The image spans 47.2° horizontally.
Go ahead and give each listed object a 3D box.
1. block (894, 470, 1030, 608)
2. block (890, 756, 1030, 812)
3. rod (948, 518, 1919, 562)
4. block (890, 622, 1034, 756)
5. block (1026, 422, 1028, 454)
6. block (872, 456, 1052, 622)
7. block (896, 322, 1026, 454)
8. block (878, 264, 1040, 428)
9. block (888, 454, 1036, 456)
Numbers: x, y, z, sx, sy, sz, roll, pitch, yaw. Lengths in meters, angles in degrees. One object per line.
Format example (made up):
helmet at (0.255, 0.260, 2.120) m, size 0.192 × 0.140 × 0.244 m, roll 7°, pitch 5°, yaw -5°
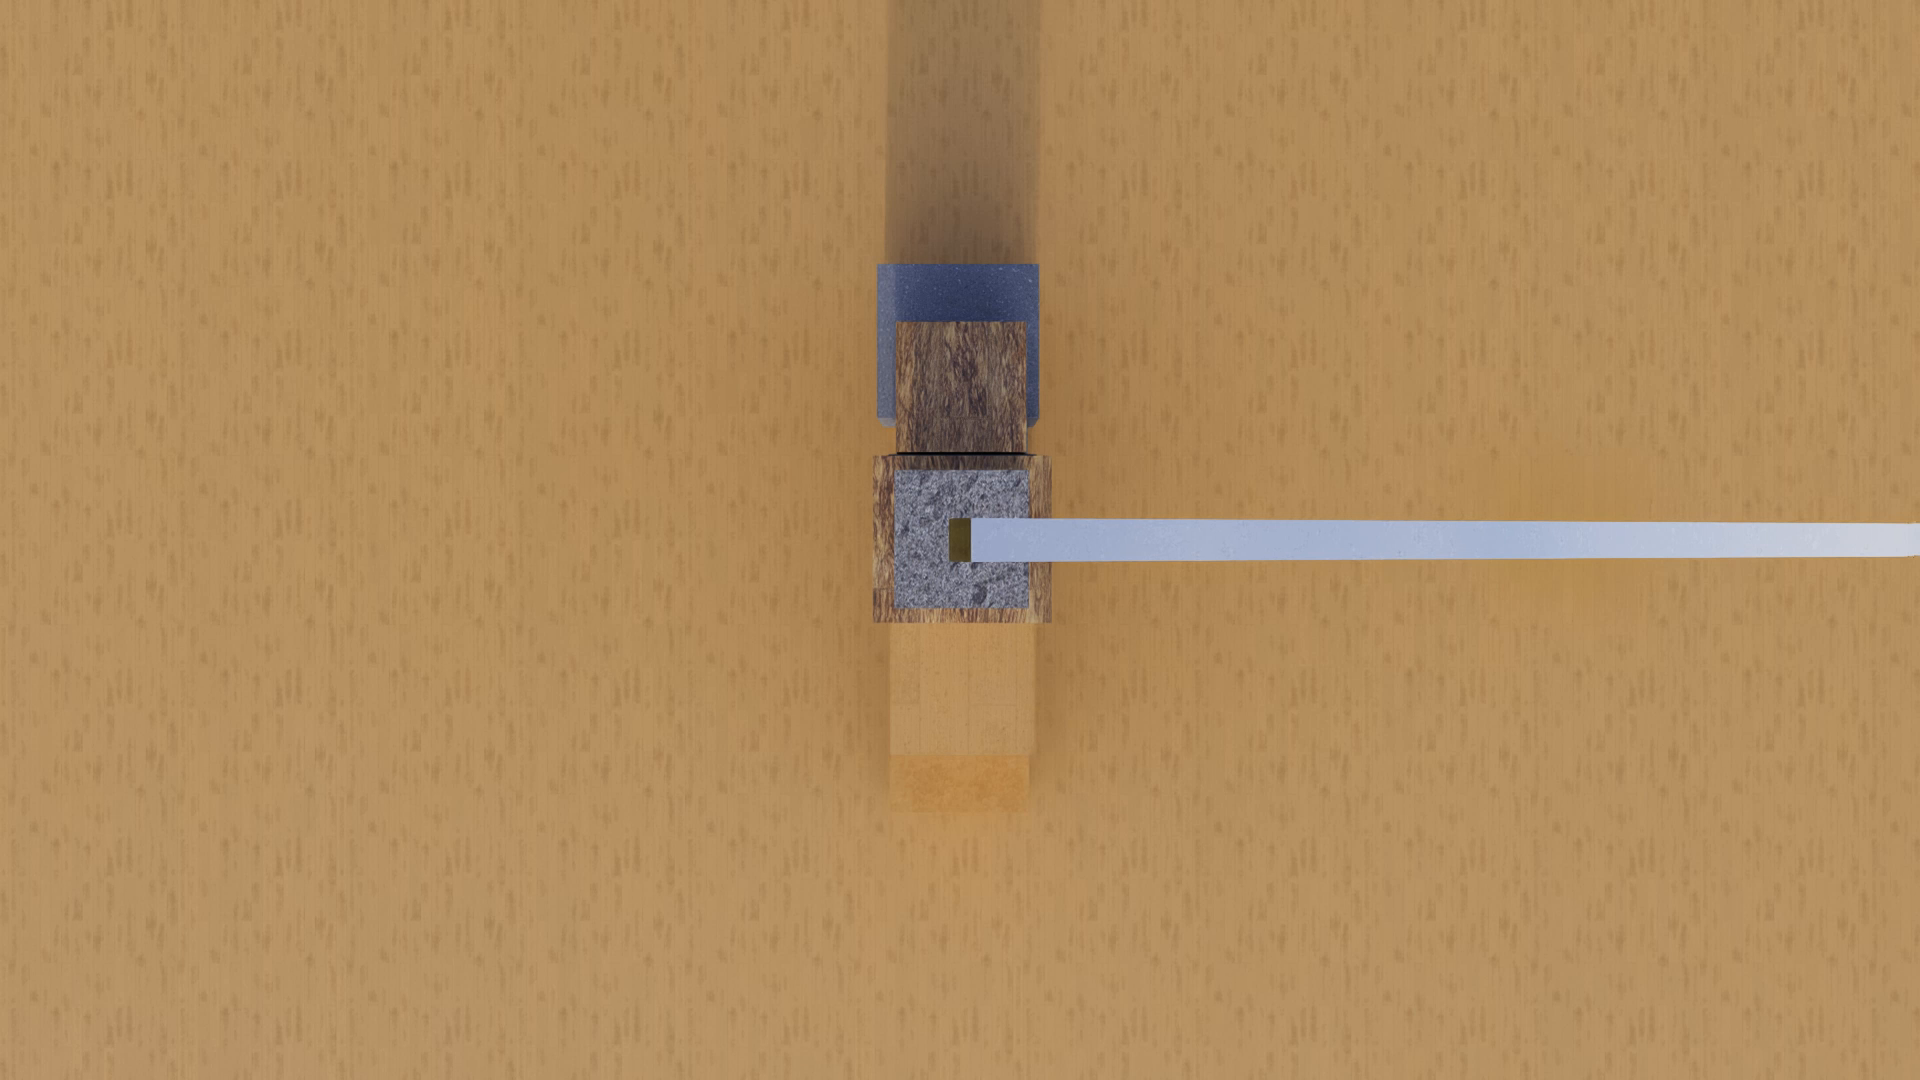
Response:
block at (0.007, -0.003, 8.370) m, size 0.494 × 0.581 × 0.509 m, roll 0°, pitch 90°, yaw 0°
block at (-0.004, 1.161, 12.577) m, size 0.773 × 0.847 × 0.688 m, roll 0°, pitch 90°, yaw 0°
rod at (2.234, 0.000, 5.378) m, size 5.200 × 0.080 × 0.080 m, roll 0°, pitch 90°, yaw -31°
block at (0.012, 0.743, 11.791) m, size 0.751 × 0.728 × 0.761 m, roll 0°, pitch 89°, yaw 0°
block at (0.013, -0.320, 12.648) m, size 0.727 × 0.704 × 0.672 m, roll 0°, pitch 90°, yaw 0°
block at (0.009, -0.003, 9.045) m, size 0.704 × 0.768 × 0.659 m, roll 0°, pitch 90°, yaw 0°
block at (0.005, -0.792, 11.681) m, size 0.676 × 0.623 × 0.674 m, roll 0°, pitch 90°, yaw 0°
block at (-0.010, -1.086, 12.496) m, size 0.885 × 1.008 × 0.839 m, roll 0°, pitch 90°, yaw 0°
block at (0.014, -0.044, 11.877) m, size 0.775 × 0.809 × 0.803 m, roll 0°, pitch 90°, yaw 0°
